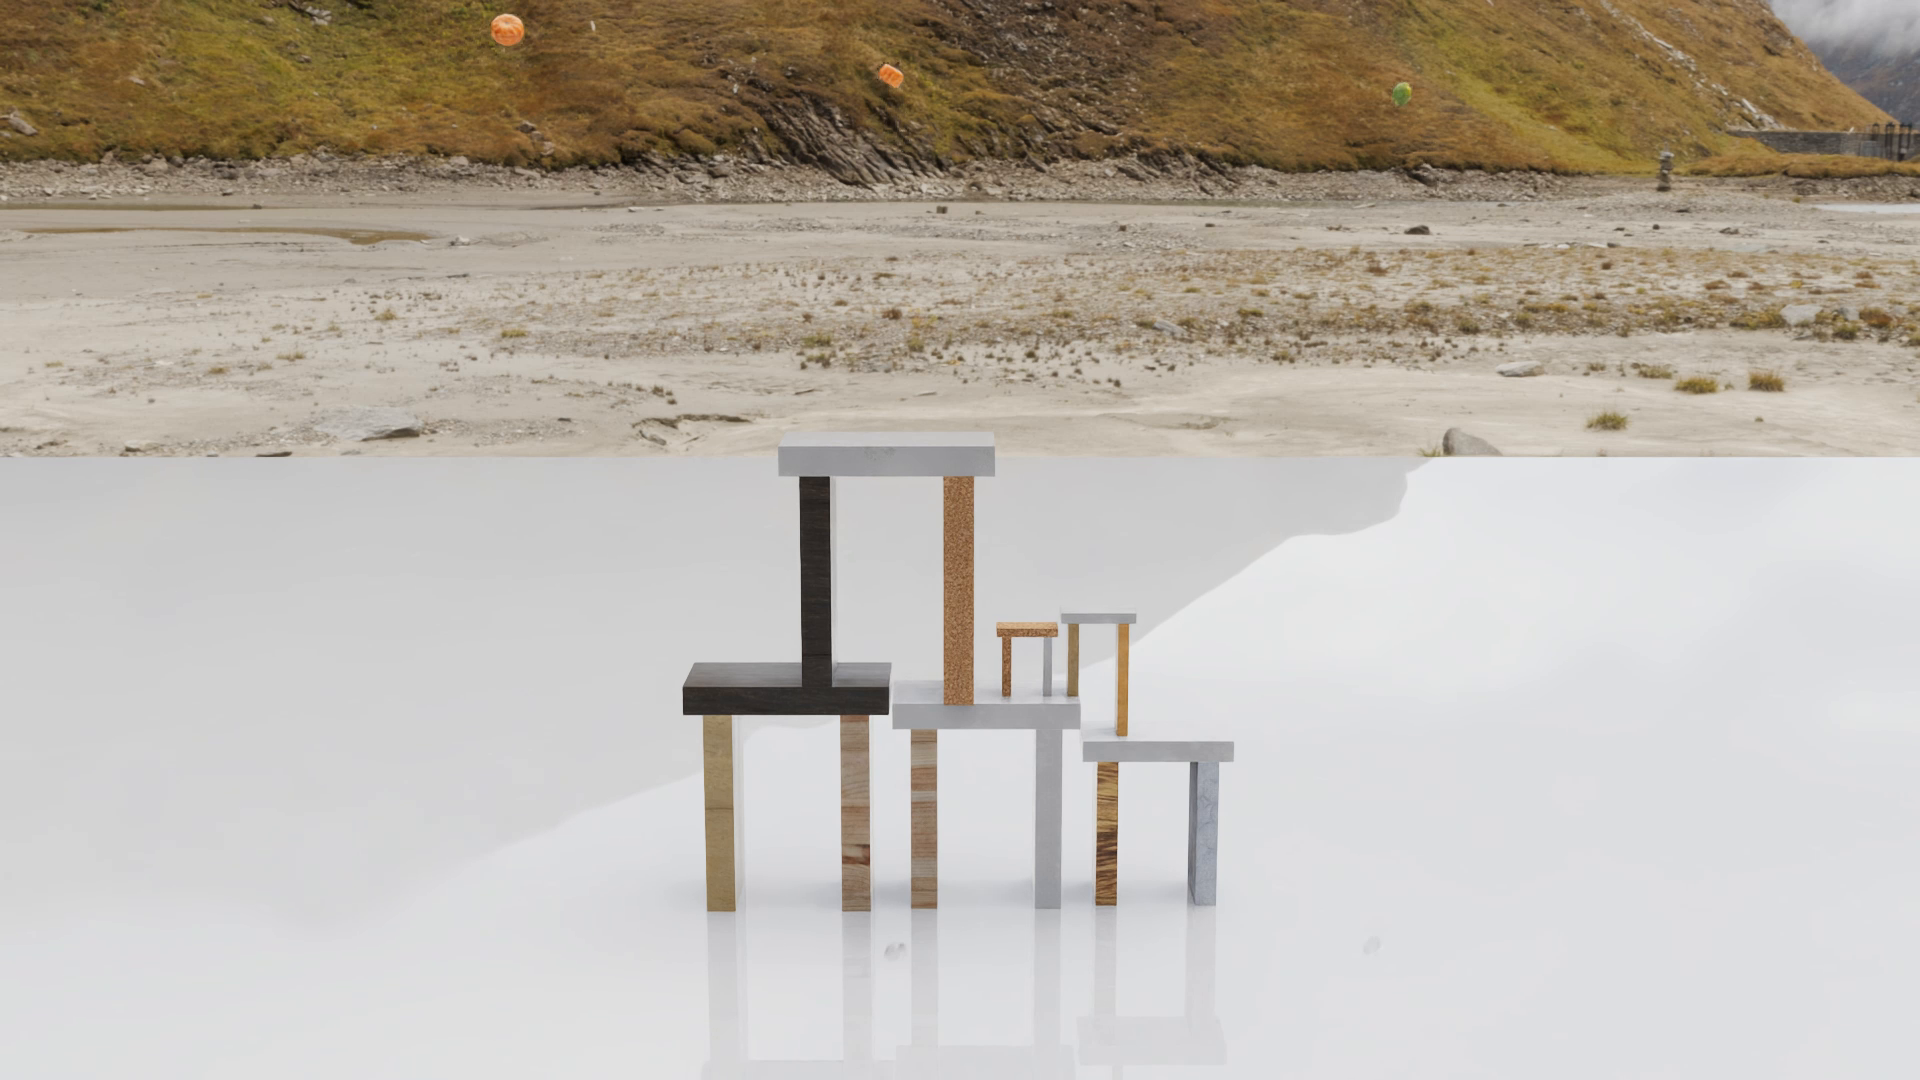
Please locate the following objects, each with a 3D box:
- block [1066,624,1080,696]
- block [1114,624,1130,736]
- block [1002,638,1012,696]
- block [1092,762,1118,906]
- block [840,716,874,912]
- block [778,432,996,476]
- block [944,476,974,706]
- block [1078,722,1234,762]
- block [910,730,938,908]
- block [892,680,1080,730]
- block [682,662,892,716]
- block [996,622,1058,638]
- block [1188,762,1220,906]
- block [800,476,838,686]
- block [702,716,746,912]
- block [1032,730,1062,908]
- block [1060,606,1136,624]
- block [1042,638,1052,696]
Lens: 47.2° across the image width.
[{"bbox_3d":[0.184,0.189,3.597,0.017,0.122,0.061,0,11,0],"label":"block"},{"bbox_3d":[0.265,0.222,3.604,0.017,0.188,0.061,0,11,0],"label":"block"},{"bbox_3d":[0.076,0.201,3.594,0.014,0.099,0.050,0,11,0],"label":"block"},{"bbox_3d":[0.240,0.469,3.650,0.035,0.245,0.122,0,11,0],"label":"block"},{"bbox_3d":[-0.169,0.428,3.636,0.047,0.330,0.165,0,11,0],"label":"block"},{"bbox_3d":[-0.115,-0.139,3.534,0.340,0.048,0.170,0,11,0],"label":"block"},{"bbox_3d":[-0.002,0.067,3.572,0.048,0.371,0.170,0,11,0],"label":"block"},{"bbox_3d":[0.322,0.332,3.624,0.245,0.035,0.122,0,11,0],"label":"block"},{"bbox_3d":[-0.058,0.440,3.644,0.043,0.303,0.152,0,11,0],"label":"block"},{"bbox_3d":[0.043,0.270,3.612,0.303,0.043,0.152,0,11,0],"label":"block"},{"bbox_3d":[-0.279,0.243,3.601,0.330,0.047,0.165,0,11,0],"label":"block"},{"bbox_3d":[0.109,0.146,3.583,0.099,0.014,0.050,0,11,0],"label":"block"},{"bbox_3d":[0.403,0.469,3.650,0.035,0.245,0.122,0,11,0],"label":"block"},{"bbox_3d":[-0.229,0.052,3.569,0.048,0.340,0.170,0,11,0],"label":"block"},{"bbox_3d":[-0.389,0.428,3.636,0.047,0.330,0.165,0,11,0],"label":"block"},{"bbox_3d":[0.144,0.440,3.644,0.043,0.303,0.152,0,11,0],"label":"block"},{"bbox_3d":[0.225,0.121,3.585,0.122,0.017,0.061,0,11,0],"label":"block"},{"bbox_3d":[0.142,0.201,3.594,0.014,0.099,0.050,0,11,0],"label":"block"}]
